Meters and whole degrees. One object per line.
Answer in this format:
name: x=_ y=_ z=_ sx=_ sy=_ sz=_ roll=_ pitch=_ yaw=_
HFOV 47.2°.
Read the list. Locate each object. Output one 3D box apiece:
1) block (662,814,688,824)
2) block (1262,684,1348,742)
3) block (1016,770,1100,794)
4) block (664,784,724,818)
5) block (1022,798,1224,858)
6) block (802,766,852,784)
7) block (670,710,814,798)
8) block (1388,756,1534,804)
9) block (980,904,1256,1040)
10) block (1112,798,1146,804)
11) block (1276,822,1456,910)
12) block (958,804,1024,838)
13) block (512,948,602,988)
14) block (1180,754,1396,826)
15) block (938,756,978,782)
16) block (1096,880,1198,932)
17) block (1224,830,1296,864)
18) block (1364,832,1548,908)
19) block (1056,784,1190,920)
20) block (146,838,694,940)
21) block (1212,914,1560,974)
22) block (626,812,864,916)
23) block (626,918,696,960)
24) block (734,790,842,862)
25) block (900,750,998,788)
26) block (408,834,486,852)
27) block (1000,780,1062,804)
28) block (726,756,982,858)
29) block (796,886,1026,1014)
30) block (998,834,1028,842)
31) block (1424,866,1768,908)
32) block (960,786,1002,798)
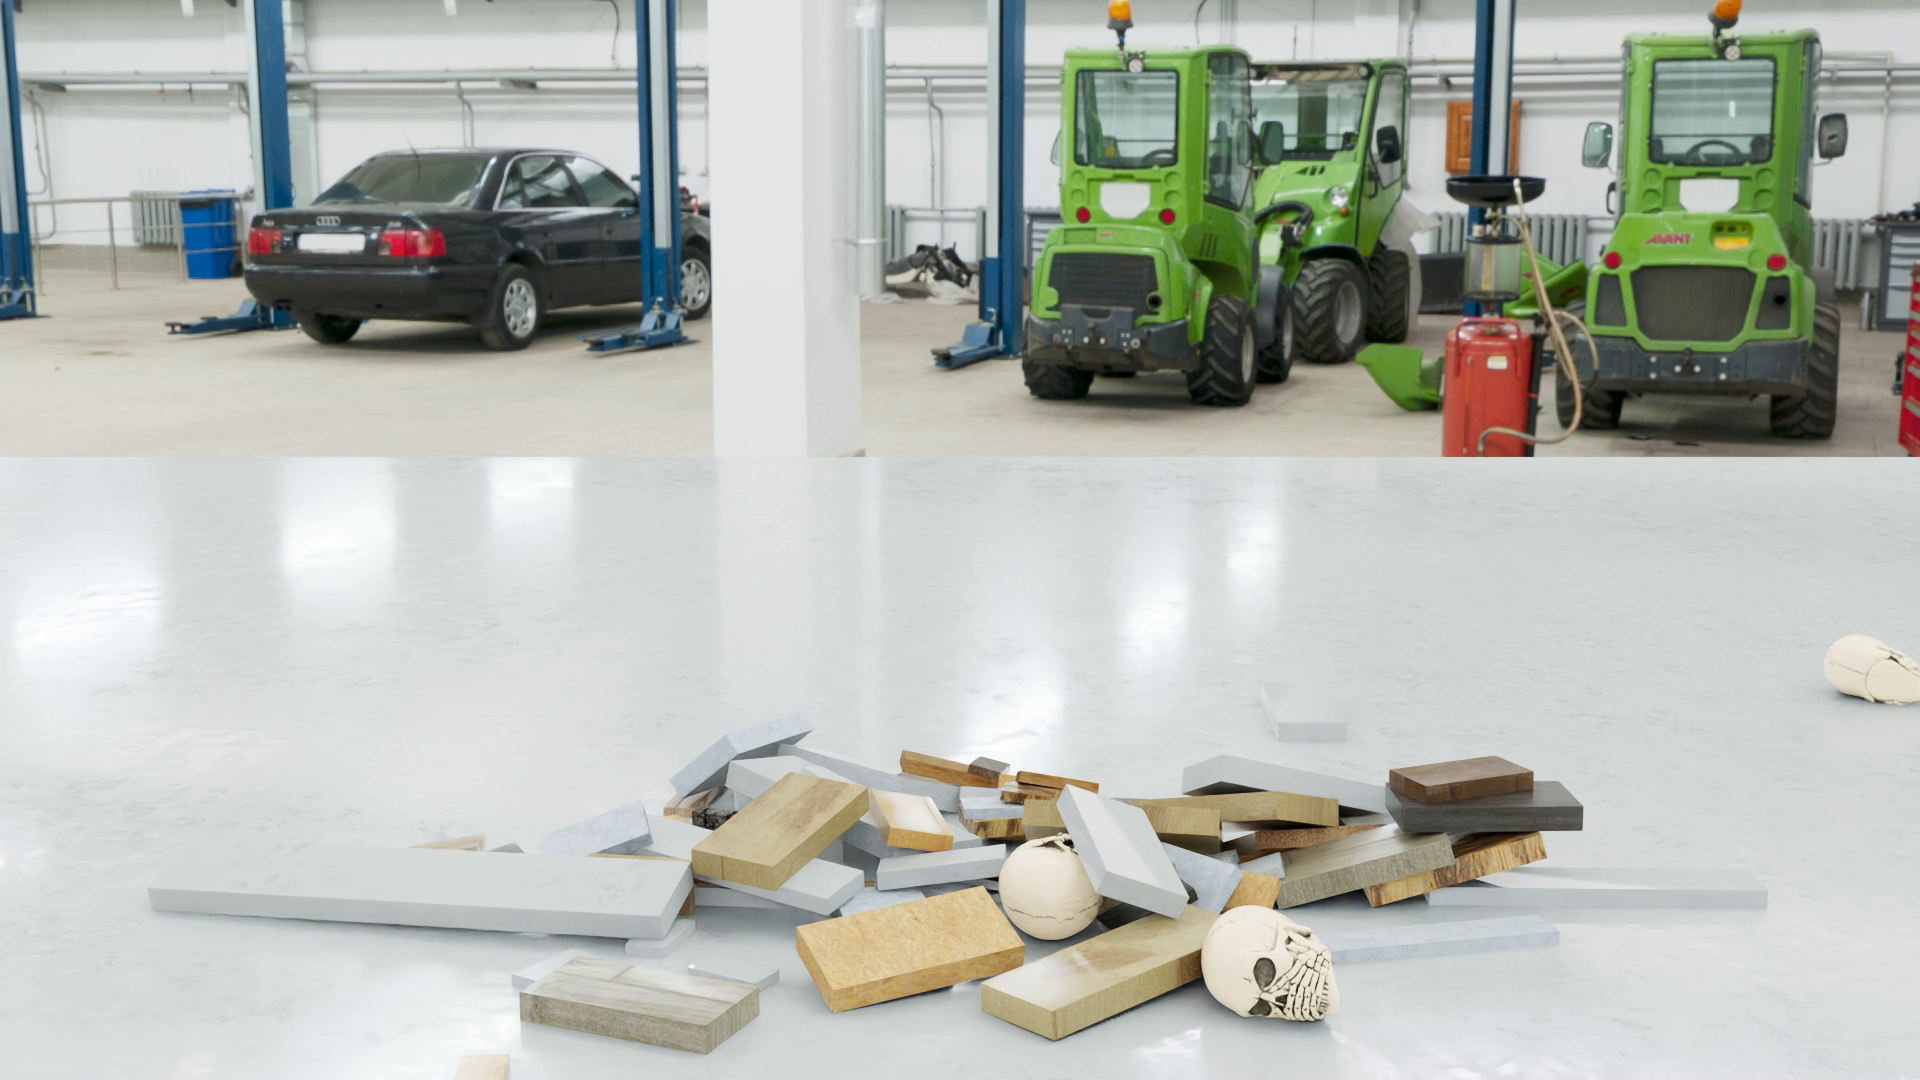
block: x=-0.511 y=0.535 z=3.886 sx=0.104 sy=0.030 sz=0.209 roll=-6 pitch=12 yaw=-28
block: x=0.740 y=0.370 z=4.742 sx=0.143 sy=0.041 sz=0.324 roll=0 pitch=11 yaw=2
block: x=0.175 y=0.438 z=3.965 sx=0.143 sy=0.020 sz=0.072 roll=10 pitch=-8 yaw=-3
block: x=-0.500 y=0.481 z=4.207 sx=0.063 sy=0.018 sz=0.270 roll=1 pitch=11 yaw=8
block: x=0.281 y=0.503 z=3.757 sx=0.329 sy=0.047 sz=0.165 roll=2 pitch=-28 yaw=10
block: x=-0.240 y=0.429 z=3.959 sx=0.047 sy=0.013 sz=0.095 roll=5 pitch=11 yaw=-40
block: x=-0.413 y=0.408 z=4.204 sx=0.154 sy=0.044 sz=0.308 roll=-39 pitch=-11 yaw=21
block: x=0.841 y=0.401 z=3.688 sx=0.214 sy=0.030 sz=0.107 roll=-5 pitch=11 yaw=-22
block: x=0.240 y=0.632 z=3.254 sx=0.424 sy=0.043 sz=0.153 roll=-13 pitch=15 yaw=-40
block: x=0.305 y=0.494 z=3.917 sx=0.134 sy=0.067 sz=0.019 roll=9 pitch=24 yaw=-42
block: x=0.661 y=0.531 z=3.644 sx=0.294 sy=0.042 sz=0.147 roll=-16 pitch=9 yaw=6
block: x=0.133 y=0.493 z=3.935 sx=0.252 sy=0.031 sz=0.109 roll=-3 pitch=11 yaw=-15
block: x=-0.605 y=0.648 z=3.308 sx=0.064 sy=0.018 sz=0.128 roll=7 pitch=13 yaw=34
block: x=0.599 y=0.447 z=3.865 sx=0.385 sy=0.047 sz=0.165 roll=13 pitch=-18 yaw=-16
block: x=-0.004 y=0.454 z=4.354 sx=0.063 sy=0.018 sz=0.126 roll=1 pitch=11 yaw=7
block: x=0.296 y=0.585 z=3.489 sx=0.149 sy=0.021 sz=0.074 roll=-27 pitch=18 yaw=-15
block: x=0.601 y=0.528 z=3.946 sx=0.402 sy=0.020 sz=0.072 roll=-9 pitch=14 yaw=-41
block: x=0.811 y=0.527 z=3.659 sx=0.294 sy=0.042 sz=0.147 roll=-16 pitch=10 yaw=3
block: x=0.254 y=0.489 z=3.476 sx=0.143 sy=0.041 sz=0.286 roll=20 pitch=16 yaw=-17
block: x=-0.875 y=0.560 z=3.558 sx=0.879 sy=0.044 sz=0.154 roll=1 pitch=25 yaw=12
block: x=0.651 y=0.627 z=3.413 sx=0.571 sy=0.021 sz=0.074 roll=-2 pitch=11 yaw=-13
block: x=-0.375 y=0.527 z=3.600 sx=0.454 sy=0.030 sz=0.104 roll=10 pitch=23 yaw=30
block: x=-0.469 y=0.622 z=3.446 sx=0.064 sy=0.018 sz=0.128 roll=3 pitch=11 yaw=15
block: x=-0.314 y=0.509 z=3.975 sx=0.167 sy=0.047 sz=0.335 roll=-2 pitch=11 yaw=-9
block: x=-0.021 y=0.445 z=4.233 sx=0.185 sy=0.026 sz=0.093 roll=13 pitch=4 yaw=-6
block: x=-0.974 y=0.544 z=3.702 sx=0.341 sy=0.020 sz=0.070 roll=-10 pitch=11 yaw=-1
block: x=0.143 y=0.455 z=3.905 sx=0.134 sy=0.019 sz=0.067 roll=8 pitch=10 yaw=7
block: x=-0.193 y=0.480 z=3.893 sx=0.465 sy=0.047 sz=0.167 roll=18 pitch=11 yaw=38
block: x=-0.075 y=0.608 z=3.279 sx=0.305 sy=0.043 sz=0.153 roll=-9 pitch=31 yaw=-23
block: x=0.165 y=0.517 z=3.976 sx=0.219 sy=0.031 sz=0.109 roll=3 pitch=11 yaw=17
block: x=1.048 y=0.577 z=3.658 sx=0.550 sy=0.030 sz=0.107 roll=0 pitch=11 yaw=2
block: x=0.101 y=0.482 z=4.095 sx=0.185 sy=0.026 sz=0.093 roll=3 pitch=-10 yaw=15
